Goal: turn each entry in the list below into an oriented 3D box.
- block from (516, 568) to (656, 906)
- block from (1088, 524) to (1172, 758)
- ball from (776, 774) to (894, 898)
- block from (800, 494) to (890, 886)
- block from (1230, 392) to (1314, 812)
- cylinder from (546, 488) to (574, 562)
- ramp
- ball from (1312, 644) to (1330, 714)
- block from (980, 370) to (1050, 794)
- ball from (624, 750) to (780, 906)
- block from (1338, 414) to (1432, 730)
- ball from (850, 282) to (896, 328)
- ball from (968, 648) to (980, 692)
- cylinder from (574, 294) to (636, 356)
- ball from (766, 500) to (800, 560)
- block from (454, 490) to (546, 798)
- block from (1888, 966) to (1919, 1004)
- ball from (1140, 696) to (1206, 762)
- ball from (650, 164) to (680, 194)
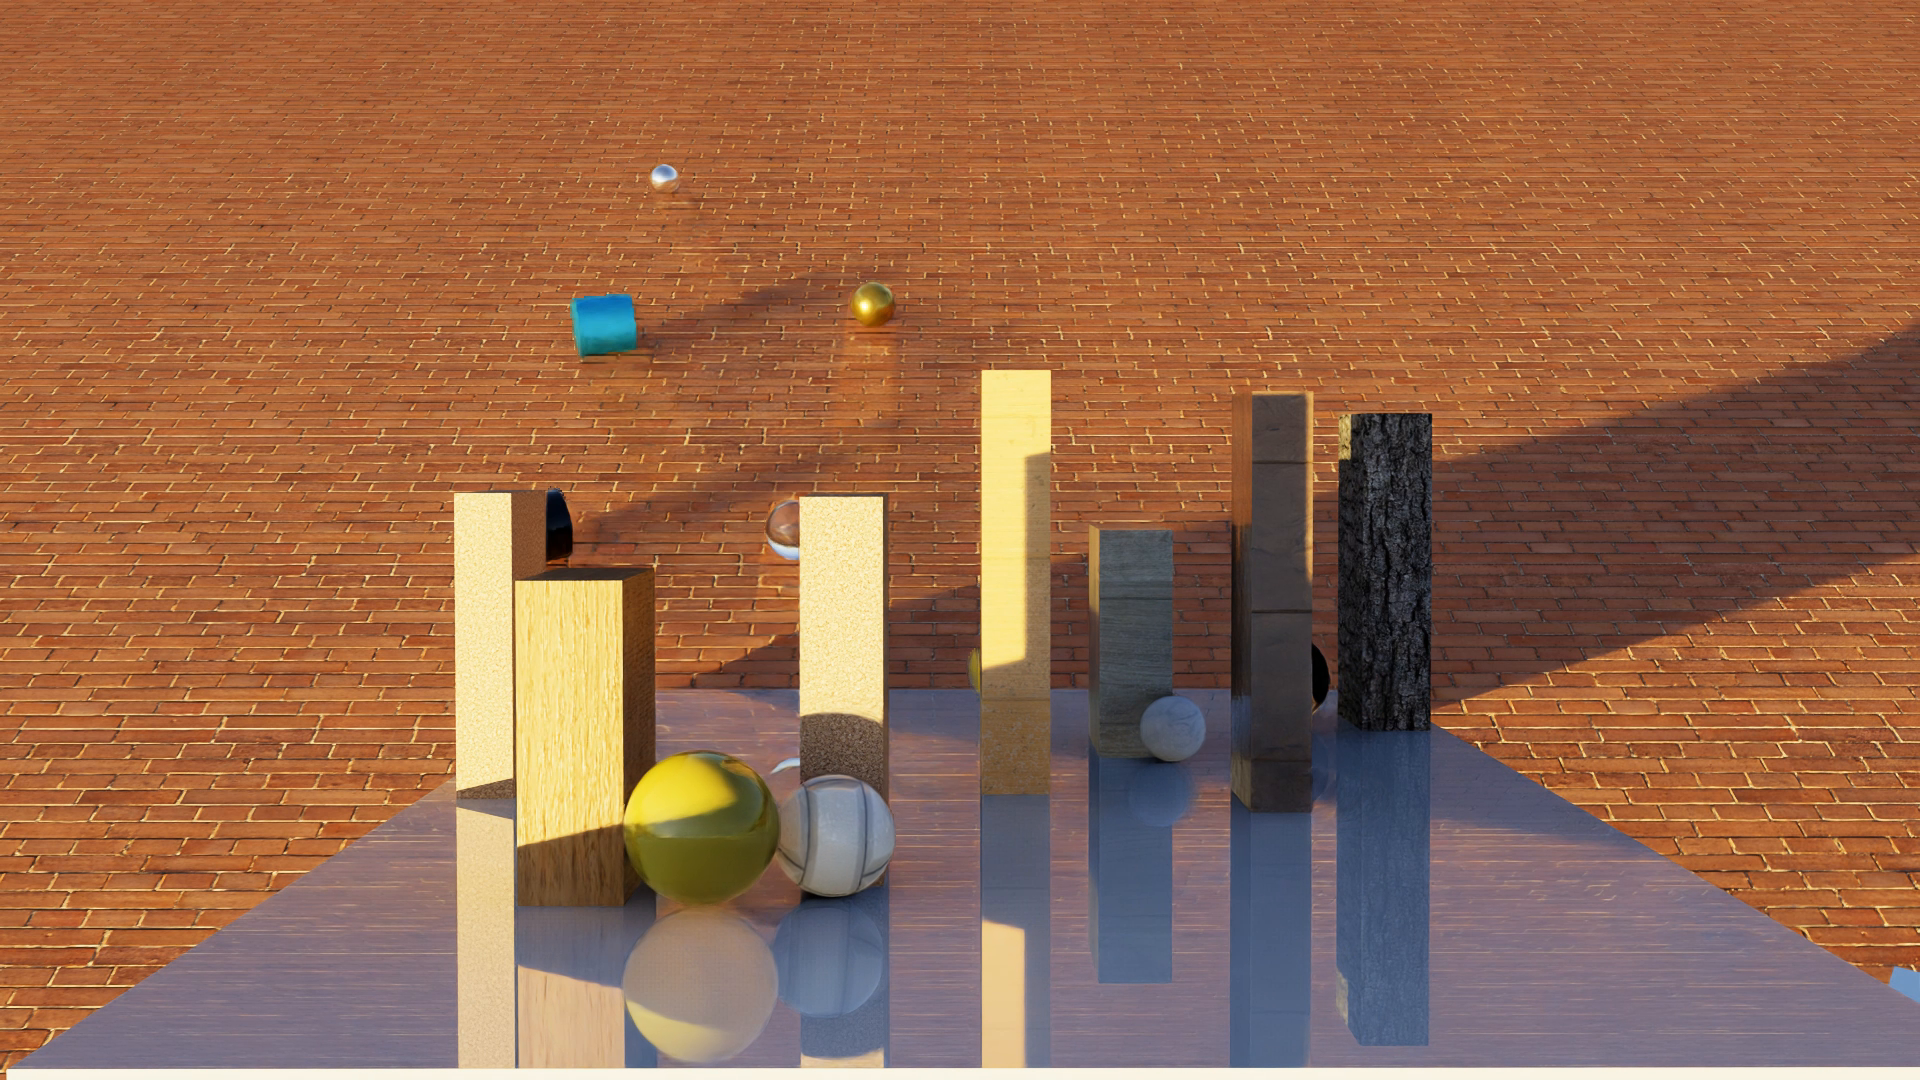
[{"bbox_3d":[-0.522,0.266,3.628,0.142,0.436,0.372,0,2,0],"label":"block"},{"bbox_3d":[0.348,0.198,5.297,0.145,0.451,0.406,0,2,0],"label":"block"},{"bbox_3d":[-0.173,0.404,3.521,0.167,0.167,0.167,0,24,0],"label":"ball"},{"bbox_3d":[-0.166,0.207,3.752,0.116,0.545,0.309,0,2,0],"label":"block"},{"bbox_3d":[0.539,0.099,4.474,0.102,0.707,0.316,0,2,0],"label":"block"},{"bbox_3d":[-1.249,-0.029,7.431,0.204,0.204,0.204,-13,27,-26],"label":"cylinder"},{"bbox_3d":[0.055,0.501,4.547,2.000,0.100,4.000,0,2,0],"label":"ramp"},{"bbox_3d":[0.723,0.308,5.735,0.199,0.199,0.199,0,24,0],"label":"ball"},{"bbox_3d":[0.099,0.070,4.713,0.121,0.749,0.336,0,2,0],"label":"block"},{"bbox_3d":[-0.346,0.386,3.451,0.208,0.208,0.208,0,24,0],"label":"ball"},{"bbox_3d":[0.944,0.063,5.746,0.148,0.687,0.361,0,2,0],"label":"block"},{"bbox_3d":[-0.313,-0.850,9.315,0.163,0.163,0.163,0,24,0],"label":"ball"},{"bbox_3d":[0.089,0.318,6.298,0.140,0.140,0.140,0,24,0],"label":"ball"},{"bbox_3d":[-1.250,-0.755,9.062,0.195,0.195,0.195,-7,25,-13],"label":"cylinder"},{"bbox_3d":[-0.473,-0.030,7.465,0.178,0.178,0.178,0,24,0],"label":"ball"},{"bbox_3d":[-0.832,0.179,4.685,0.099,0.535,0.379,0,2,0],"label":"block"},{"bbox_3d":[1.940,0.999,5.163,0.182,0.182,0.182,12,27,25],"label":"block"},{"bbox_3d":[0.415,0.369,5.036,0.129,0.129,0.129,0,24,0],"label":"ball"},{"bbox_3d":[-1.246,-1.519,10.853,0.126,0.126,0.126,0,24,0],"label":"ball"}]
